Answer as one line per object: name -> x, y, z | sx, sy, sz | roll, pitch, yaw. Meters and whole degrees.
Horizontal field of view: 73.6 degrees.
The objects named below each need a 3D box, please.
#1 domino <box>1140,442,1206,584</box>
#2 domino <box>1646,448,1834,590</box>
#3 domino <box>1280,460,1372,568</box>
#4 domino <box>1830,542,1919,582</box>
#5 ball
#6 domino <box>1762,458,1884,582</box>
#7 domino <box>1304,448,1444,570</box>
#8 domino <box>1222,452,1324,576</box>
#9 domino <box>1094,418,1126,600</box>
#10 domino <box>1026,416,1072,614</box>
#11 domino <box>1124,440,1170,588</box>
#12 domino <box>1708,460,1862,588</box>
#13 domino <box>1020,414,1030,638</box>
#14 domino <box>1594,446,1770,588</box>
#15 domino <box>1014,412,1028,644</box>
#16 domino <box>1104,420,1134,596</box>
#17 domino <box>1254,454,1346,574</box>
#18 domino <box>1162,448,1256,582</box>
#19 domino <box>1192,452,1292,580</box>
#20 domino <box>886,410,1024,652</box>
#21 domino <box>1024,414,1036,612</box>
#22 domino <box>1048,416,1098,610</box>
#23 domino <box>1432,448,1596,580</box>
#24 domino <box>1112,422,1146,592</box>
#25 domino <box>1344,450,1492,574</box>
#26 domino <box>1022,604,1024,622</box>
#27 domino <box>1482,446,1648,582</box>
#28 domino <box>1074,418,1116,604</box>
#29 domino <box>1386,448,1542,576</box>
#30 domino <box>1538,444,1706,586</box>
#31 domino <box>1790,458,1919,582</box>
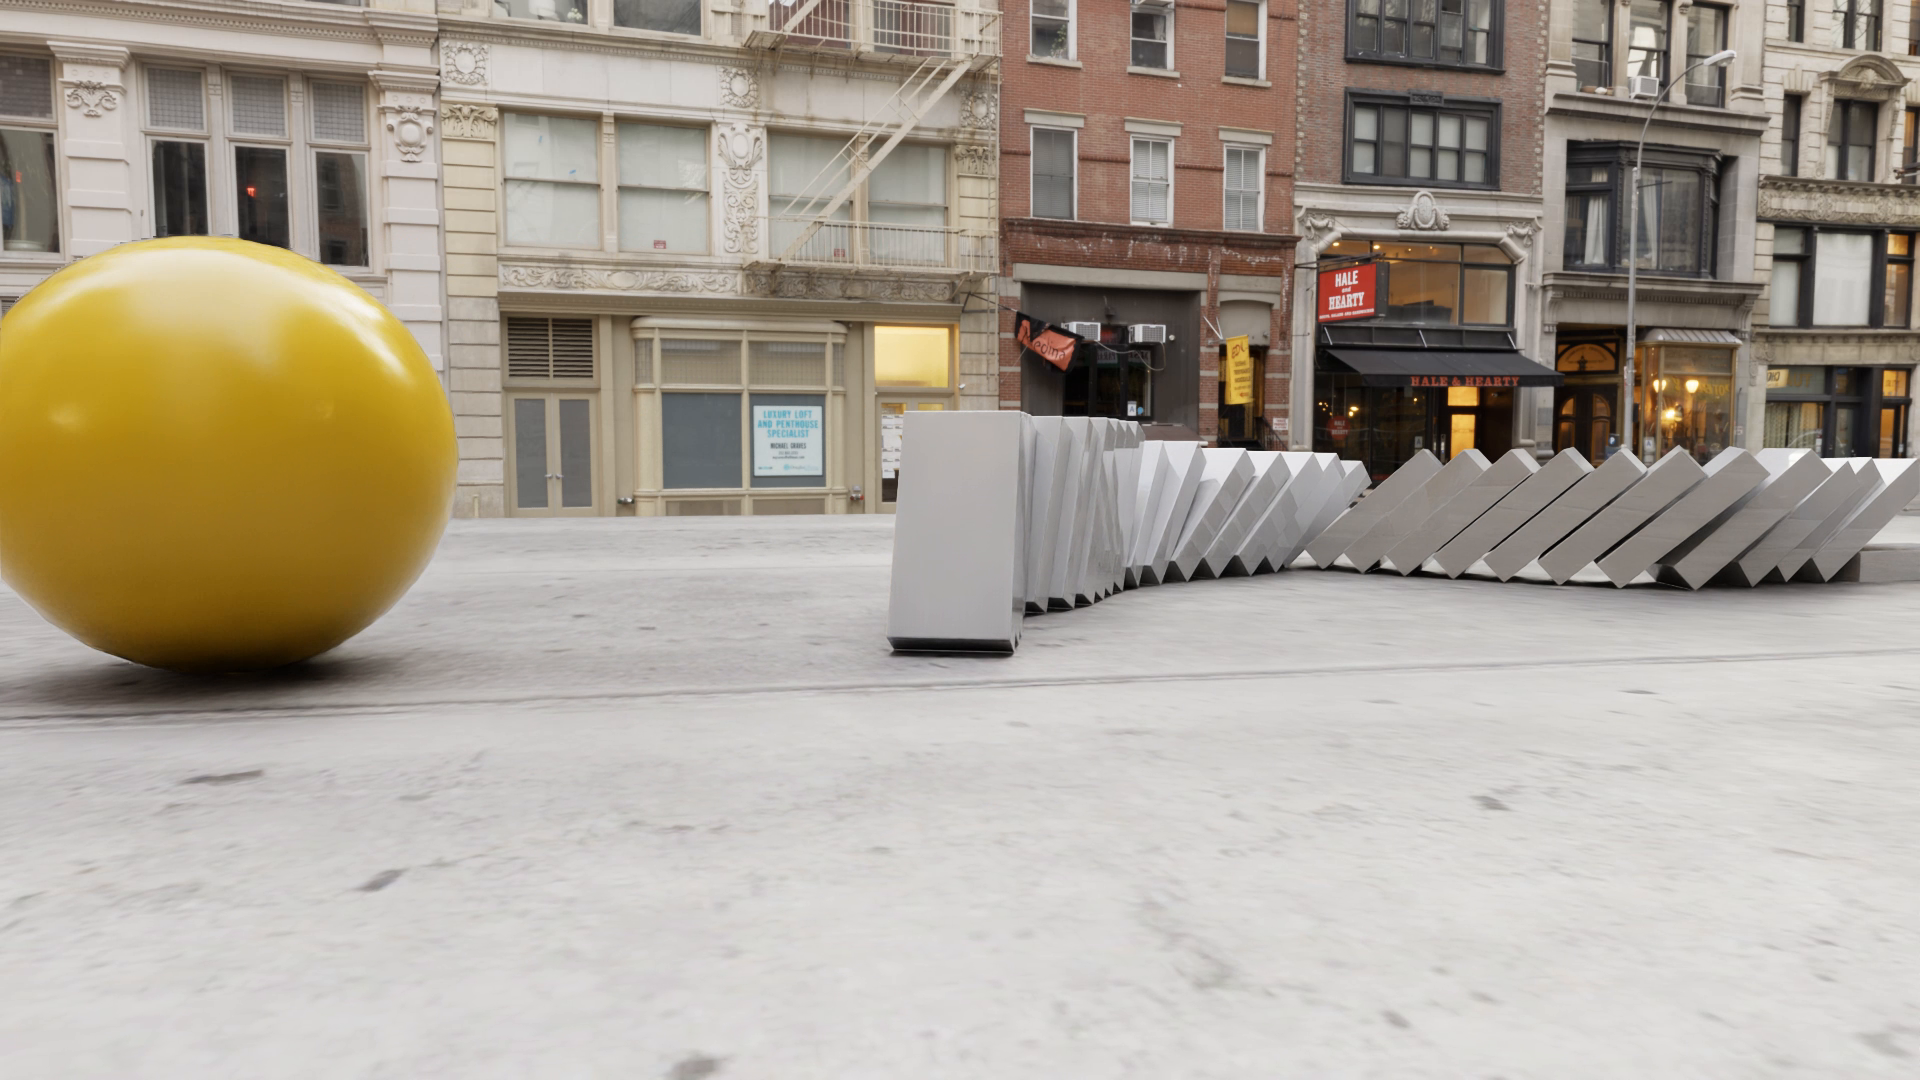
domino -> 0.058, -0.009, 0.403 | 0.025, 0.050, 0.010 | 3, -37, 34
domino -> 0.229, -0.007, 0.381 | 0.050, 0.010, 0.025 | -43, 0, 6
domino -> 0.120, -0.010, 0.455 | 0.050, 0.010, 0.025 | -40, 22, -22
domino -> 0.297, 0.007, 0.412 | 0.050, 0.009, 0.025 | -1, 4, -15
ball -> -0.136, -0.015, 0.237 | 0.080, 0.080, 0.080 | 0, 4, 0
domino -> 0.262, -0.007, 0.404 | 0.050, 0.009, 0.025 | -39, 13, -13
domino -> 0.141, -0.010, 0.434 | 0.050, 0.009, 0.025 | -44, -14, 20
domino -> 0.098, -0.010, 0.430 | 0.025, 0.010, 0.050 | 6, 47, 51
domino -> 0.030, -0.009, 0.358 | 0.025, 0.050, 0.010 | 2, -20, 23
domino -> 0.013, -0.007, 0.331 | 0.025, 0.050, 0.010 | 2, -19, 23
domino -> 0.046, -0.009, 0.393 | 0.025, 0.050, 0.010 | 1, -39, 25
domino -> 0.247, -0.006, 0.394 | 0.050, 0.009, 0.025 | -38, 13, -10
domino -> 0.002, -0.004, 0.289 | 0.025, 0.050, 0.010 | 1, -20, 8
domino -> 0.212, -0.007, 0.380 | 0.050, 0.009, 0.025 | -44, -10, 20
domino -> 0.001, -0.003, 0.278 | 0.025, 0.050, 0.010 | 1, -20, 8
domino -> 0.034, -0.010, 0.368 | 0.025, 0.050, 0.009 | 2, -21, 23
domino -> 0.109, -0.010, 0.440 | 0.025, 0.009, 0.050 | 5, 46, 51
domino -> 0.072, -0.009, 0.413 | 0.025, 0.010, 0.050 | 4, 49, 46
domino -> 0.085, -0.009, 0.422 | 0.025, 0.010, 0.050 | 5, 48, 50
domino -> 0.000, -0.002, 0.268 | 0.025, 0.050, 0.010 | 1, -20, 8
domino -> 0.005, -0.006, 0.321 | 0.025, 0.050, 0.010 | 0, -20, 13
domino -> 0.020, -0.008, 0.339 | 0.025, 0.050, 0.009 | 2, -19, 23
domino -> 0.174, -0.008, 0.403 | 0.050, 0.009, 0.025 | -46, -18, 27
domino -> 0.038, -0.010, 0.378 | 0.025, 0.050, 0.009 | 2, -21, 24
domino -> 0.151, -0.009, 0.422 | 0.050, 0.009, 0.025 | -46, -19, 26
domino -> 0.003, -0.006, 0.310 | 0.025, 0.050, 0.010 | -1, -20, 8
domino -> 0.186, -0.008, 0.394 | 0.050, 0.009, 0.025 | -46, -17, 27
domino -> 0.026, -0.008, 0.348 | 0.025, 0.050, 0.009 | 2, -19, 23
domino -> 0.162, -0.009, 0.412 | 0.050, 0.010, 0.025 | -46, -20, 26
domino -> 0.198, -0.008, 0.386 | 0.050, 0.010, 0.025 | -46, -14, 25
domino -> 0.277, -0.007, 0.407 | 0.050, 0.010, 0.025 | -39, 13, -10
